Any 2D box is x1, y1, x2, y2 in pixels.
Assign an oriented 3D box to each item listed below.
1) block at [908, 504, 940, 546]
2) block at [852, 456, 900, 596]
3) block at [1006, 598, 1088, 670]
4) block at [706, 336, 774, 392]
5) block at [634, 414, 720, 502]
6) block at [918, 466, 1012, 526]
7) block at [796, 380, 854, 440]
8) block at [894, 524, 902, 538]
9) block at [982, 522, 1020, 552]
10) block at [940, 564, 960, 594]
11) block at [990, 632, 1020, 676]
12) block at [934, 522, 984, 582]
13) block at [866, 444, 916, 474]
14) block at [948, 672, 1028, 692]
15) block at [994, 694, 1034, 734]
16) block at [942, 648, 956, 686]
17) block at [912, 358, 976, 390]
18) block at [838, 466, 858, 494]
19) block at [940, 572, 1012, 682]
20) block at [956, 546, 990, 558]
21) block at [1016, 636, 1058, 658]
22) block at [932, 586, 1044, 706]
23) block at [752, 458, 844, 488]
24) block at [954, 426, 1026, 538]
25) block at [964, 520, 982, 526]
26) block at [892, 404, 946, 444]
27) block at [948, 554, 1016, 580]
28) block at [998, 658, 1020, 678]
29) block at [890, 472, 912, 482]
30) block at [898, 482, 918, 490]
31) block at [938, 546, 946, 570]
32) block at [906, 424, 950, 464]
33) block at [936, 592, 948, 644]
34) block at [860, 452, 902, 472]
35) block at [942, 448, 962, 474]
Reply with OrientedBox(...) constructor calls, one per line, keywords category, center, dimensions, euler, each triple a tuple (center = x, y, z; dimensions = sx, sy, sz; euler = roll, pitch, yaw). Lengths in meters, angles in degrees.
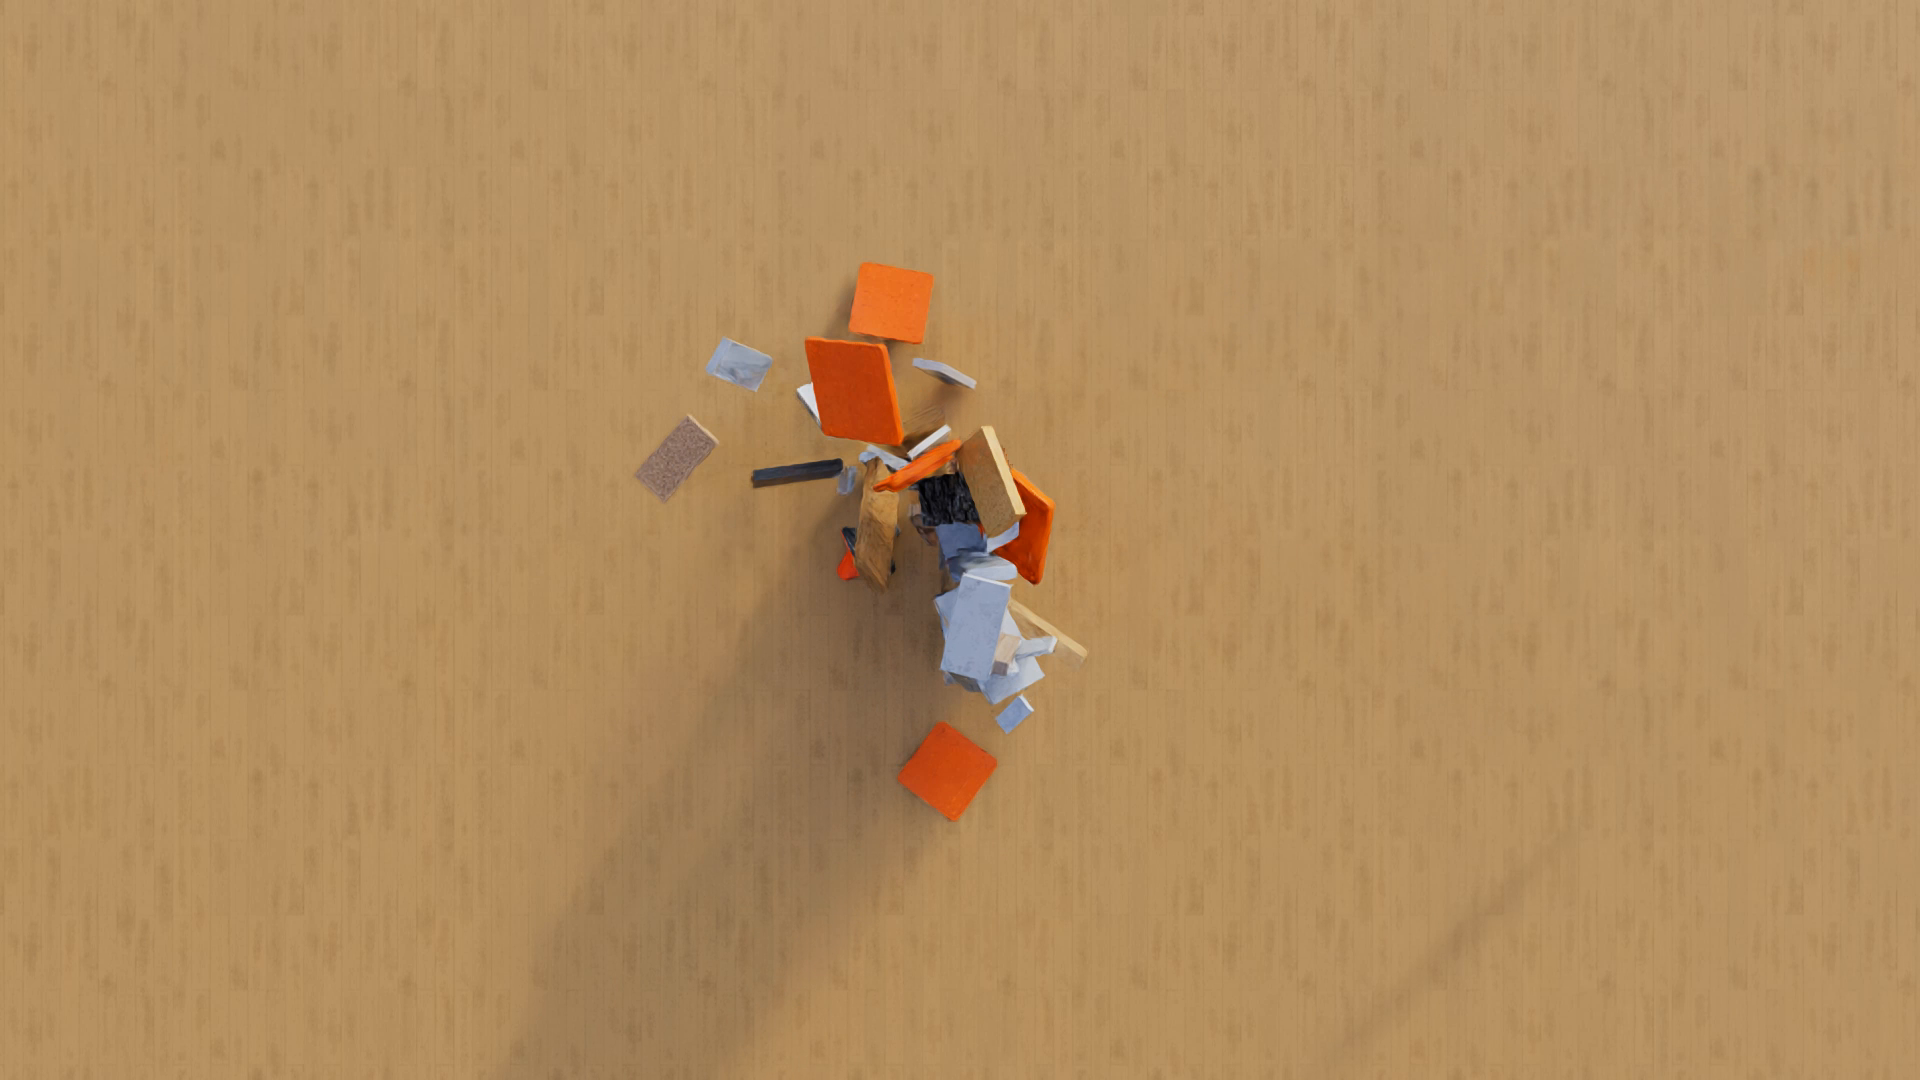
OrientedBox(category="block", center=(-0.071, -0.047, 5.091), dimensions=(0.124, 0.247, 0.035), euler=(-2, 68, 13))
OrientedBox(category="block", center=(-0.250, -0.047, 4.997), dimensions=(0.040, 0.459, 0.141), euler=(-18, 130, 20))
OrientedBox(category="block", center=(0.244, 0.285, 5.276), dimensions=(0.355, 0.177, 0.050), euler=(35, 98, 3))
OrientedBox(category="block", center=(-0.693, -0.553, 5.202), dimensions=(0.034, 0.239, 0.120), euler=(35, 99, 27))
OrientedBox(category="block", center=(-0.819, -0.235, 4.770), dimensions=(0.120, 0.034, 0.239), euler=(43, 101, -6))
OrientedBox(category="block", center=(0.020, -0.128, 4.833), dimensions=(0.283, 0.040, 0.141), euler=(-8, 87, 21))
OrientedBox(category="block", center=(-0.436, -0.424, 5.330), dimensions=(0.099, 0.028, 0.198), euler=(-26, 70, -29))
OrientedBox(category="block", center=(-0.246, -0.056, 5.308), dimensions=(0.060, 0.017, 0.121), euler=(-38, 81, 15))
OrientedBox(category="block", center=(0.121, -0.014, 4.811), dimensions=(0.120, 0.017, 0.060), euler=(-27, 130, -27))
OrientedBox(category="block", center=(0.010, 0.115, 5.148), dimensions=(0.124, 0.350, 0.035), euler=(-12, 79, -6))
OrientedBox(category="block", center=(0.087, 0.316, 4.698), dimensions=(0.136, 0.273, 0.039), euler=(12, 104, 6))
OrientedBox(category="block", center=(-0.001, -0.009, 4.945), dimensions=(0.124, 0.035, 0.248), euler=(-19, 95, -2))
OrientedBox(category="block", center=(-0.232, -0.251, 5.419), dimensions=(0.171, 0.085, 0.024), euler=(26, 63, -2))
OrientedBox(category="block", center=(0.079, 0.406, 5.072), dimensions=(0.177, 0.355, 0.050), euler=(-2, 97, -12))
OrientedBox(category="block", center=(0.158, 0.511, 4.834), dimensions=(0.058, 0.016, 0.116), euler=(51, 121, 12))
OrientedBox(category="block", center=(0.004, 0.402, 5.383), dimensions=(0.116, 0.232, 0.033), euler=(-15, 64, -7))
OrientedBox(category="block", center=(-0.047, -0.533, 5.297), dimensions=(0.099, 0.393, 0.028), euler=(13, 91, 16))
OrientedBox(category="block", center=(-0.366, -0.194, 5.353), dimensions=(0.023, 0.163, 0.081), euler=(12, 87, -14))
OrientedBox(category="block", center=(0.043, 0.240, 4.530), dimensions=(0.136, 0.039, 0.273), euler=(14, 101, 5))
OrientedBox(category="block", center=(0.039, 0.037, 4.866), dimensions=(0.060, 0.120, 0.017), euler=(-6, 97, -19))
OrientedBox(category="block", center=(0.223, 0.312, 4.817), dimensions=(0.116, 0.058, 0.016), euler=(-12, 126, 36))
OrientedBox(category="block", center=(0.084, 0.292, 4.884), dimensions=(0.177, 0.050, 0.355), euler=(-28, 85, -17))
OrientedBox(category="block", center=(-0.518, -0.212, 5.245), dimensions=(0.279, 0.120, 0.034), euler=(-8, 82, -13))
OrientedBox(category="block", center=(0.086, -0.165, 4.716), dimensions=(0.040, 0.141, 0.283), euler=(-5, 66, -41))
OrientedBox(category="block", center=(0.075, -0.065, 4.867), dimensions=(0.120, 0.060, 0.017), euler=(-10, 80, 20))
OrientedBox(category="block", center=(-0.137, -0.381, 5.459), dimensions=(0.171, 0.086, 0.024), euler=(-25, 128, 0))
OrientedBox(category="block", center=(0.060, 0.079, 4.729), dimensions=(0.136, 0.385, 0.039), euler=(-6, 95, -8))
OrientedBox(category="block", center=(0.129, 0.347, 4.816), dimensions=(0.058, 0.016, 0.116), euler=(-7, 50, -14))
OrientedBox(category="block", center=(-0.226, -0.208, 5.327), dimensions=(0.081, 0.163, 0.023), euler=(11, 95, 24))
OrientedBox(category="block", center=(-0.198, -0.184, 5.400), dimensions=(0.190, 0.081, 0.023), euler=(8, 94, 11))
OrientedBox(category="block", center=(-0.007, -0.029, 5.221), dimensions=(0.121, 0.034, 0.241), euler=(-2, 96, 10))
OrientedBox(category="block", center=(-0.106, -0.307, 5.428), dimensions=(0.171, 0.086, 0.024), euler=(-38, 78, -21))
OrientedBox(category="block", center=(0.002, 0.276, 5.243), dimensions=(0.116, 0.033, 0.232), euler=(-12, 99, -7))
OrientedBox(category="block", center=(-0.255, -0.248, 5.282), dimensions=(0.099, 0.198, 0.028), euler=(9, 87, 8))
OrientedBox(category="block", center=(-0.007, -0.224, 5.342), dimensions=(0.074, 0.021, 0.148), euler=(-11, 90, 0))
